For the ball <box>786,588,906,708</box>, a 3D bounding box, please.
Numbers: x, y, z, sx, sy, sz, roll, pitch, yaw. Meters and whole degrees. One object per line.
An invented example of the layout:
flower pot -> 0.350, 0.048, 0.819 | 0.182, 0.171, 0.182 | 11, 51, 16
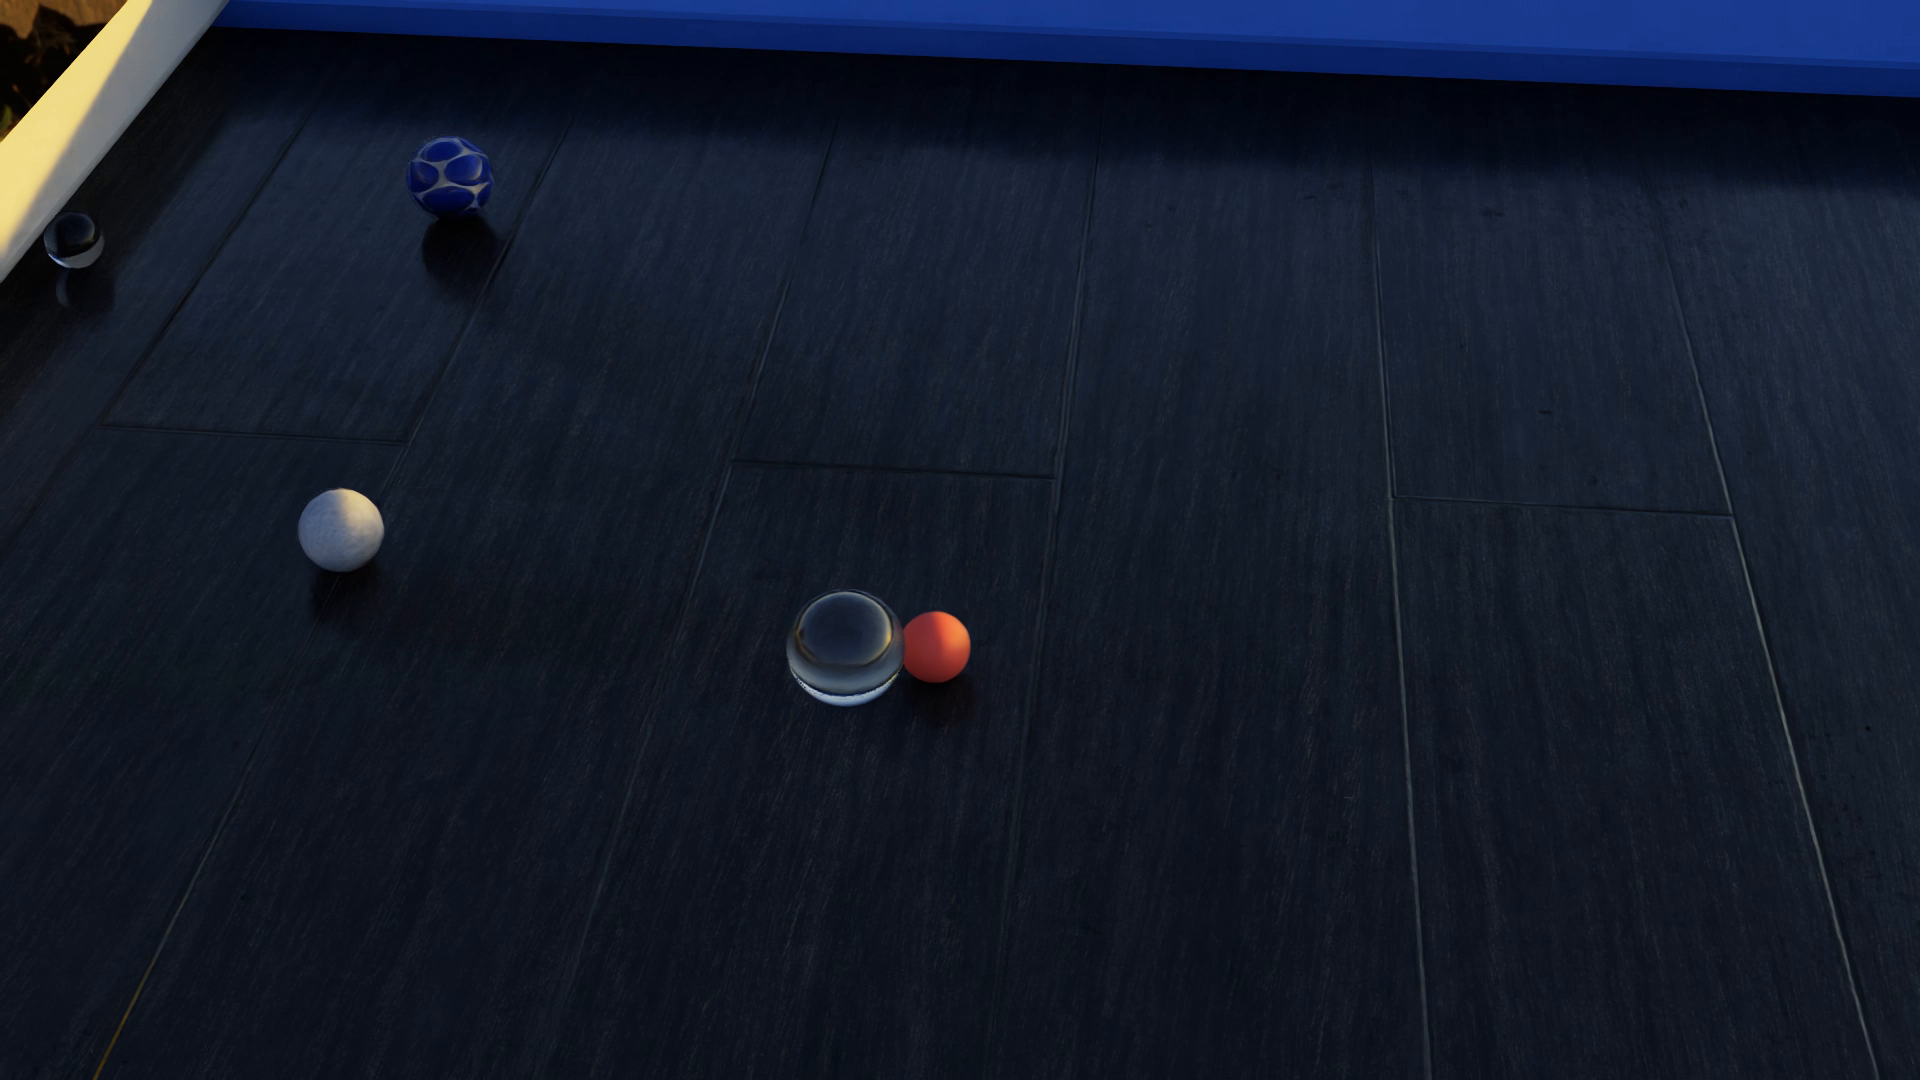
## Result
ball -> -0.076, 0.072, 1.699 | 0.079, 0.079, 0.079 | 0, 35, 0

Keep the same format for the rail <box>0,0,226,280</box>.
rail -> -0.826, -0.064, 1.869 | 0.045, 0.102, 1.742 | 3, 35, 5

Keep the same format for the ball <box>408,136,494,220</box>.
ball -> -0.447, -0.318, 2.254 | 0.074, 0.074, 0.074 | 0, 35, 0

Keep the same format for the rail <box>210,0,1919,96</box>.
rail -> 0.933, -0.456, 2.423 | 3.414, 0.102, 0.045 | 3, 35, 5

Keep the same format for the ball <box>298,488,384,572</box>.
ball -> -0.441, -0.007, 1.827 | 0.060, 0.060, 0.060 | 0, 35, 0

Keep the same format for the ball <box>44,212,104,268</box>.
ball -> -0.756, -0.256, 2.188 | 0.049, 0.049, 0.049 | 0, 35, 0

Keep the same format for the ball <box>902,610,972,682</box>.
ball -> -0.017, 0.072, 1.725 | 0.048, 0.048, 0.048 | 0, 35, 0
